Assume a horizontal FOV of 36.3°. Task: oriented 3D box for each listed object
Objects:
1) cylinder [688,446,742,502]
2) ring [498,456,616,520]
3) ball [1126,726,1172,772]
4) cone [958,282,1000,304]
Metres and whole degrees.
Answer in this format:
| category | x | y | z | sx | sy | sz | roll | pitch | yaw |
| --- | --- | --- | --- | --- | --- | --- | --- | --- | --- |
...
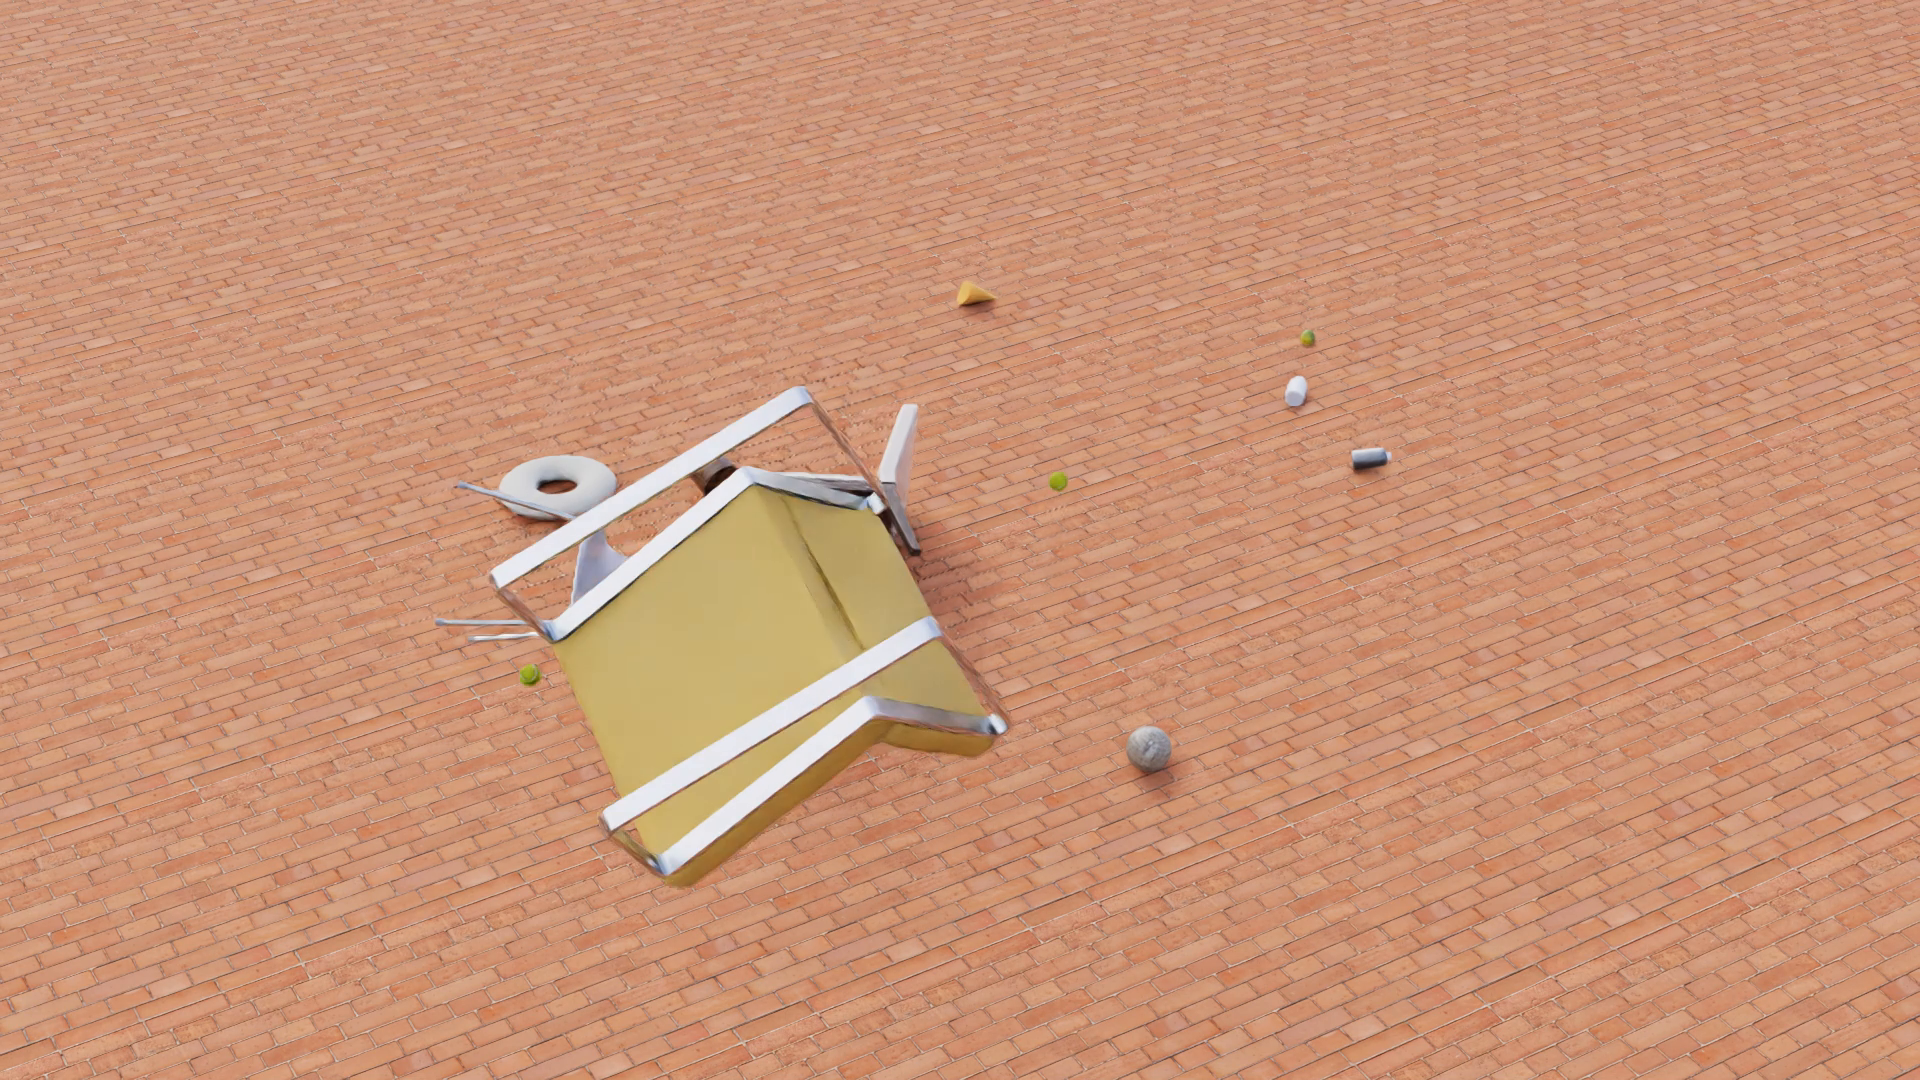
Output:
| category | x | y | z | sx | sy | sz | roll | pitch | yaw |
| --- | --- | --- | --- | --- | --- | --- | --- | --- | --- |
| cylinder | -0.932 | -0.250 | 11.134 | 0.158 | 0.162 | 0.132 | -12 | 44 | -36 |
| ring | -1.535 | -0.202 | 11.185 | 0.451 | 0.073 | 0.417 | -5 | 34 | -7 |
| ball | 0.628 | 0.694 | 9.752 | 0.153 | 0.153 | 0.153 | 0 | 33 | 0 |
| cone | 0.093 | -1.037 | 12.466 | 0.169 | 0.128 | 0.089 | 8 | 58 | -25 |
